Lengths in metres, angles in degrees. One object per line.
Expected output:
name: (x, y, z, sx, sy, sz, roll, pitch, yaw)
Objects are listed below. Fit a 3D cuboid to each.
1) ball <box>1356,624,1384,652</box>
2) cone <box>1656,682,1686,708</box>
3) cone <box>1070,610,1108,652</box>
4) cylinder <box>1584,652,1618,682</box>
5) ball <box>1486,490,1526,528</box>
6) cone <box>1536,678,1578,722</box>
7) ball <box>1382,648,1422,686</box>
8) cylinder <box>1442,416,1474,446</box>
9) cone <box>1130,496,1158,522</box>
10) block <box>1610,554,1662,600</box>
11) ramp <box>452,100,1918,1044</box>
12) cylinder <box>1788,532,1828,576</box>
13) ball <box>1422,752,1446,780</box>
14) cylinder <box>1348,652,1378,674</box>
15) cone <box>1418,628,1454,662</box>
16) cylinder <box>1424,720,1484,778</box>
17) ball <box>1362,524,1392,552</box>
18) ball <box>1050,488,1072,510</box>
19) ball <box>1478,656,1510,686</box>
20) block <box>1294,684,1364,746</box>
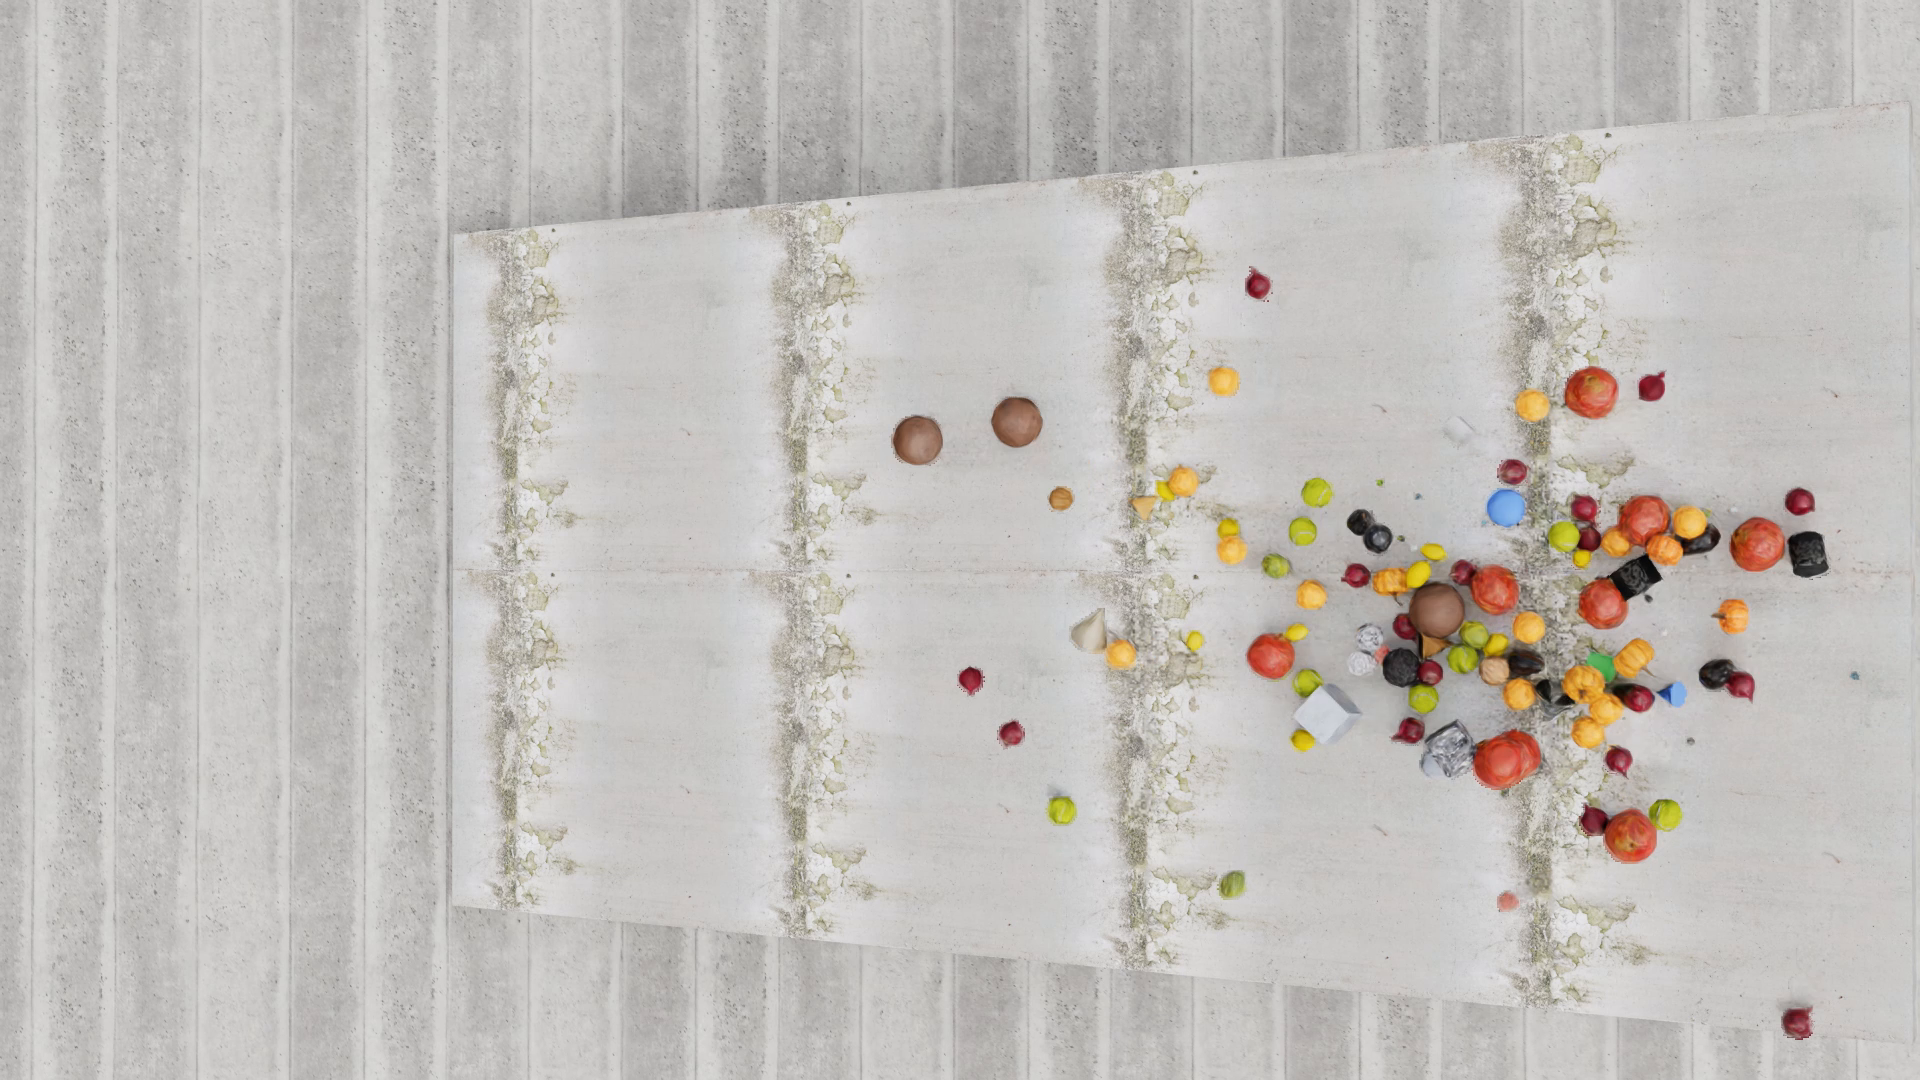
ball: (0.965, 0.230, 5.183, 0.065, 0.065, 0.065, 0, 89, 0)
cone: (1.569, 0.342, 4.879, 0.057, 0.057, 0.057, 0, 91, -35)
cone: (0.337, 0.208, 5.481, 0.098, 0.098, 0.098, 22, 126, 0)
cylinder: (1.438, 0.284, 4.933, 0.056, 0.056, 0.056, 15, 89, 29)
ball: (1.234, -0.072, 4.968, 0.085, 0.085, 0.085, 0, 89, 0)
cone: (1.342, 0.380, 4.989, 0.094, 0.094, 0.094, 6, 126, 0)
ball: (1.030, 0.298, 5.132, 0.090, 0.090, 0.090, 0, 89, 0)
cylinder: (1.153, -0.252, 5.090, 0.053, 0.053, 0.053, -41, 62, 0)
cone: (0.468, -0.092, 5.465, 0.068, 0.068, 0.068, -35, 90, 3)
block: (1.494, 0.083, 4.858, 0.066, 0.066, 0.066, -18, 71, -38)
ramp: (0.276, 0.077, 5.648, 4.000, 0.100, 2.000, 0, 89, 28)
cylinder: (1.816, 0.031, 4.709, 0.072, 0.072, 0.072, 0, 63, 0)
ball: (1.107, 0.521, 5.099, 0.073, 0.073, 0.073, 0, 89, 0)
cylinder: (0.950, 0.291, 5.191, 0.054, 0.054, 0.054, -2, 86, 33)
cone: (1.112, 0.242, 5.118, 0.079, 0.079, 0.079, -2, 89, 5)
cylinder: (1.112, 0.470, 4.955, 0.096, 0.096, 0.096, -33, 86, 0)
ball: (0.946, -0.004, 4.983, 0.066, 0.066, 0.066, 0, 89, 0)
ball: (0.253, -0.102, 5.520, 0.059, 0.059, 0.059, 0, 89, 0)
ball: (1.221, 0.297, 5.024, 0.069, 0.069, 0.069, 0, 89, 0)
block: (0.872, 0.413, 5.210, 0.099, 0.099, 0.099, 46, 109, 22)
